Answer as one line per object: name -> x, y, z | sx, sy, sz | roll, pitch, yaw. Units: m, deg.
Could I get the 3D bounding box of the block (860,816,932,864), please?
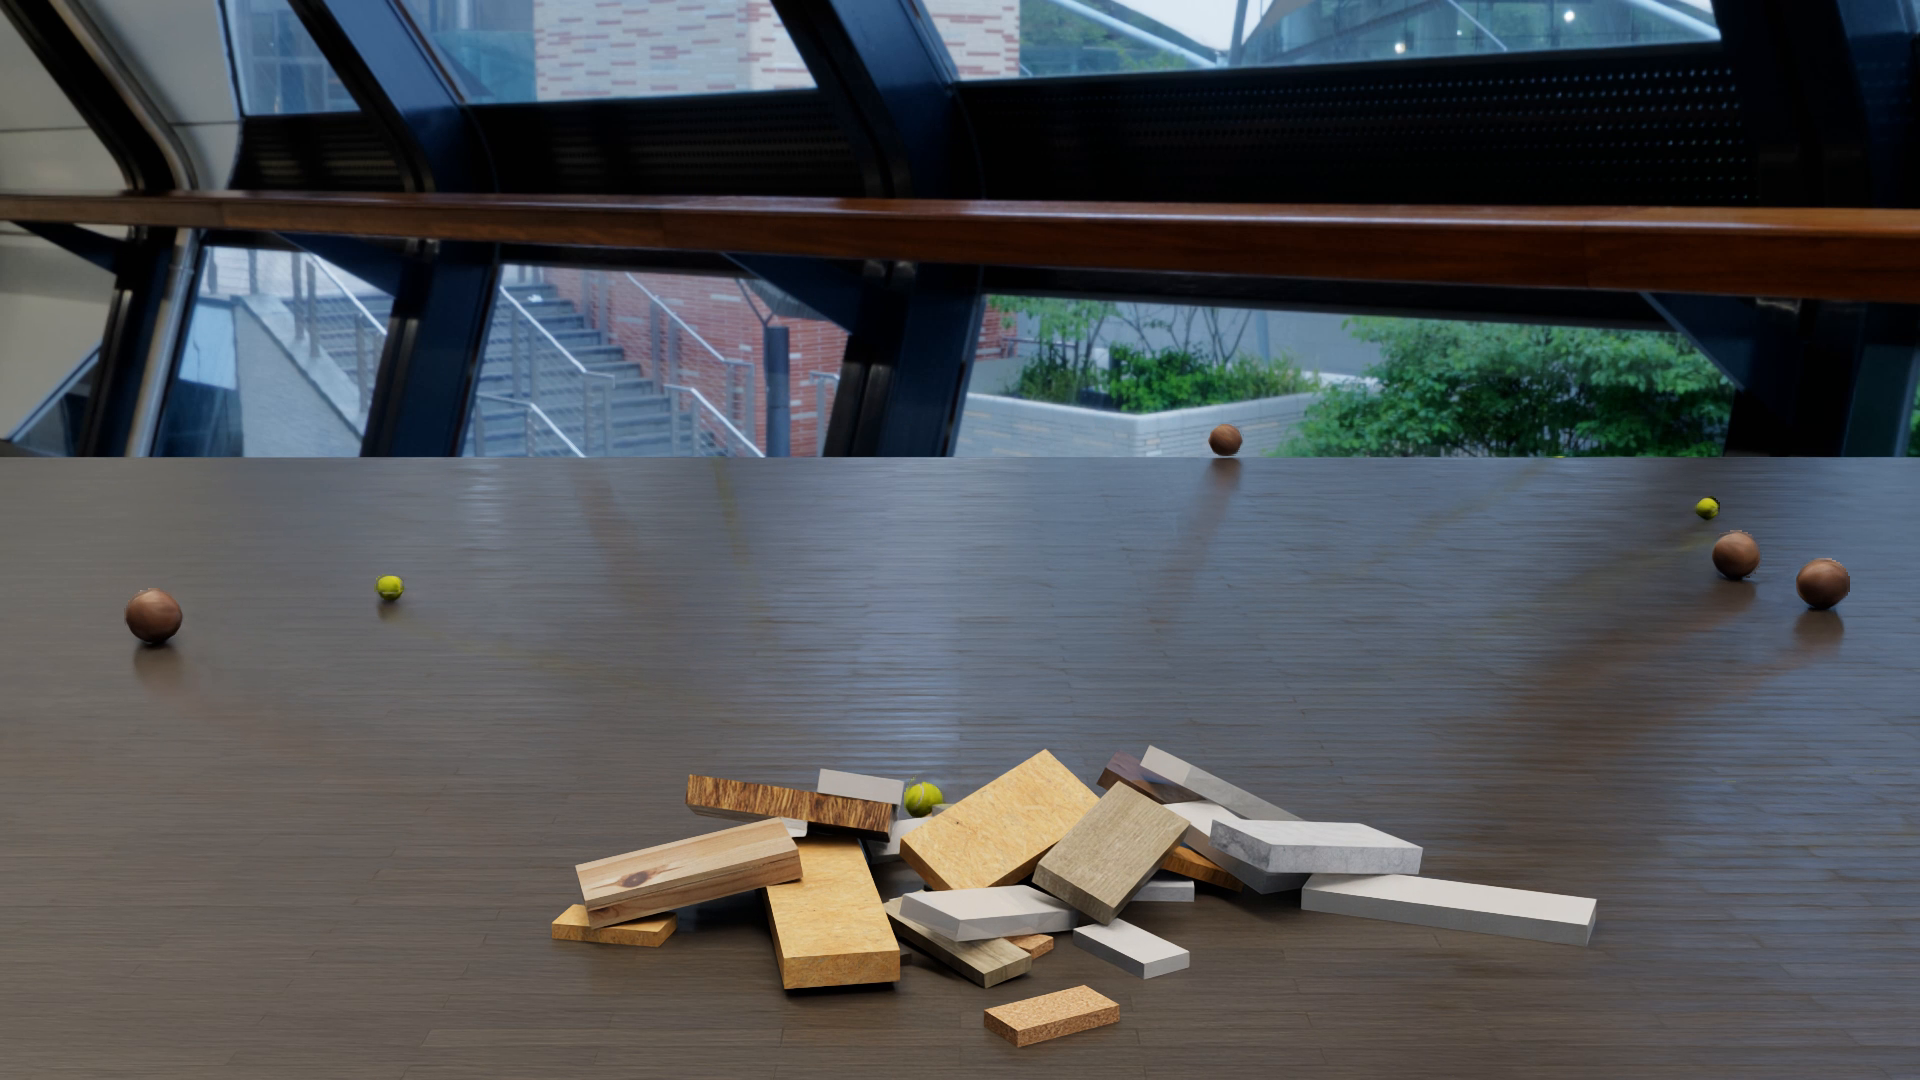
block -> -0.100, 0.526, 3.860 | 0.143, 0.020, 0.072 | -5, 44, -24

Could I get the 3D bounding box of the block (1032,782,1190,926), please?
block -> 0.248, 0.505, 3.568 | 0.141, 0.040, 0.283 | 28, 35, 19

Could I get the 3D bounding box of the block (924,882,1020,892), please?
block -> 0.020, 0.581, 3.660 | 0.143, 0.020, 0.072 | -6, 12, -28

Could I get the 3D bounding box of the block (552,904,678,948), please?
block -> -0.547, 0.611, 3.487 | 0.176, 0.025, 0.088 | 2, 11, 12

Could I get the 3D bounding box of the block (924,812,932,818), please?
block -> 0.049, 0.524, 3.933 | 0.239, 0.034, 0.120 | 6, 12, 28

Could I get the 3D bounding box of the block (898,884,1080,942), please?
block -> 0.050, 0.580, 3.430 | 0.120, 0.034, 0.294 | 17, 7, 41

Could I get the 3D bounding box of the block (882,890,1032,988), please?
block -> -0.012, 0.614, 3.402 | 0.087, 0.025, 0.300 | -15, 20, -31

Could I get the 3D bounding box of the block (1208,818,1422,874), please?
block -> 0.594, 0.512, 3.671 | 0.322, 0.046, 0.161 | 6, 5, -31

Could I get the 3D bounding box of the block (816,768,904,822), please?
block -> -0.173, 0.444, 3.807 | 0.141, 0.040, 0.283 | 9, -13, -1

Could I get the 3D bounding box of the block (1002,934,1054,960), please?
block -> 0.075, 0.625, 3.432 | 0.128, 0.018, 0.064 | 7, 13, 35

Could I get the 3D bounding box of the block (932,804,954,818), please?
block -> 0.129, 0.481, 3.818 | 0.337, 0.046, 0.161 | -1, -4, -9

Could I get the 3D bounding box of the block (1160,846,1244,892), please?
block -> 0.384, 0.542, 3.692 | 0.175, 0.025, 0.088 | 19, 6, -15

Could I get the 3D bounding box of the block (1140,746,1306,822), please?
block -> 0.472, 0.453, 3.932 | 0.283, 0.040, 0.141 | 28, -3, -28

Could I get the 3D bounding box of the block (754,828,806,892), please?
block -> -0.283, 0.548, 3.825 | 0.088, 0.025, 0.322 | 1, 11, 6

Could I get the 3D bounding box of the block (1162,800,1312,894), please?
block -> 0.468, 0.520, 3.741 | 0.126, 0.036, 0.252 | 0, 22, -43

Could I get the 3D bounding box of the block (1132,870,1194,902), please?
block -> 0.300, 0.576, 3.675 | 0.176, 0.025, 0.088 | 0, 11, 2

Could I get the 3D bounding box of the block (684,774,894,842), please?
block -> -0.287, 0.459, 3.749 | 0.342, 0.048, 0.171 | 8, -14, 2

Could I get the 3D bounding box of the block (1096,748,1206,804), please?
block -> 0.373, 0.467, 3.928 | 0.252, 0.036, 0.126 | 30, 16, 8

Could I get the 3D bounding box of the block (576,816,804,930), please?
block -> -0.439, 0.534, 3.547 | 0.342, 0.048, 0.171 | -12, 13, -13

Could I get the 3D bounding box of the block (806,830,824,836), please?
block -> -0.224, 0.515, 3.875 | 0.087, 0.025, 0.174 | 8, 11, 0

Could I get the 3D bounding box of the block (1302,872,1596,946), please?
block -> 0.791, 0.591, 3.567 | 0.452, 0.036, 0.126 | 4, 11, 22

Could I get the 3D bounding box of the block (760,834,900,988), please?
block -> -0.218, 0.578, 3.481 | 0.171, 0.048, 0.526 | -2, 12, -10

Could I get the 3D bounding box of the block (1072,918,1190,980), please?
block -> 0.263, 0.629, 3.391 | 0.088, 0.025, 0.176 | -7, 13, -34

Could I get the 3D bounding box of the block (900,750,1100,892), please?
block -> 0.075, 0.485, 3.663 | 0.322, 0.046, 0.161 | -28, 53, -31

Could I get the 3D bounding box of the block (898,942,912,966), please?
block -> -0.145, 0.639, 3.357 | 0.128, 0.018, 0.064 | -5, 12, -25

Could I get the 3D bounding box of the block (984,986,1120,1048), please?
block -> 0.131, 0.677, 3.132 | 0.174, 0.025, 0.087 | -6, 12, -31

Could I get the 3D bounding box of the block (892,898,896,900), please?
block -> -0.056, 0.603, 3.551 | 0.064, 0.018, 0.128 | -6, 12, -29
